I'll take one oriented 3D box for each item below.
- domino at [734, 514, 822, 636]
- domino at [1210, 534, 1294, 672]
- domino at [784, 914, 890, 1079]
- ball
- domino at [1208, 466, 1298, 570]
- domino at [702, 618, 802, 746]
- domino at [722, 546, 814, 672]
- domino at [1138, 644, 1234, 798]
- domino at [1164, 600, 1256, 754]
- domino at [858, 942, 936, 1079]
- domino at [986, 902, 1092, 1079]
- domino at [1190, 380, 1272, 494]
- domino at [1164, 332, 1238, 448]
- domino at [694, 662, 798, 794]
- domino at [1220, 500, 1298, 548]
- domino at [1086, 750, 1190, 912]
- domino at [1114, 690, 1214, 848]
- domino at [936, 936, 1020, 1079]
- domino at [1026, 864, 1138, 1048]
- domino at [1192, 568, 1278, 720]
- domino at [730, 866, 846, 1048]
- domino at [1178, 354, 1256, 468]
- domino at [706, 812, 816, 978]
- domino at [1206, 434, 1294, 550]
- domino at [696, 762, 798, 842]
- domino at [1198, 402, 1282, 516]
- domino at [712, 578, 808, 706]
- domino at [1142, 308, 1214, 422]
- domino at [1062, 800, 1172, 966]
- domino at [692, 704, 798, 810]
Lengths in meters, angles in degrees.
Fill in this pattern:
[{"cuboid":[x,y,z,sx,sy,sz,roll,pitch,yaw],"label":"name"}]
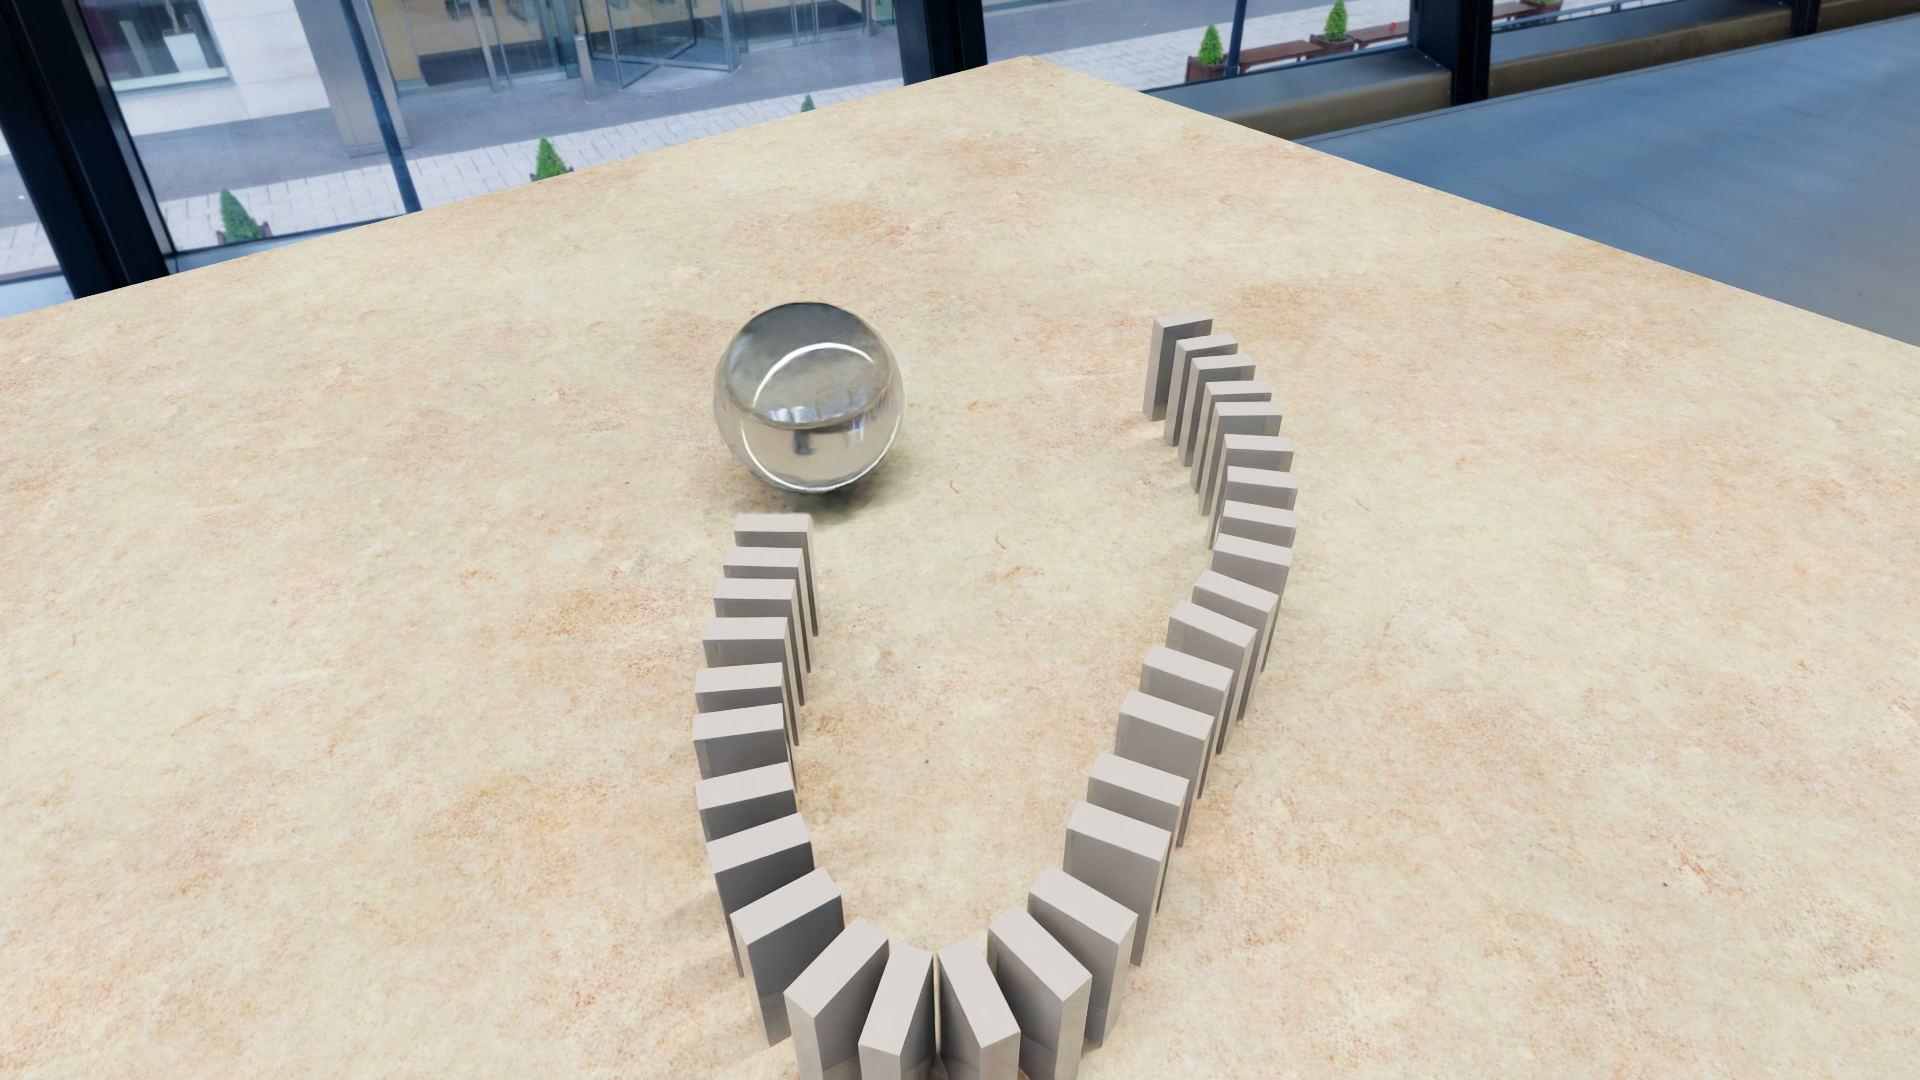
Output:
[{"cuboid":[-0.065,0.013,0.395,0.025,0.050,0.010,1,39,1],"label":"domino"},{"cuboid":[0.098,0.022,0.384,0.025,0.050,0.010,13,41,16],"label":"domino"},{"cuboid":[-0.028,0.117,0.269,0.009,0.050,0.025,27,46,29],"label":"domino"},{"cuboid":[-0.063,-0.059,0.460,0.080,0.080,0.080,0,39,0],"label":"ball"},{"cuboid":[0.110,-0.004,0.416,0.025,0.050,0.009,7,40,9],"label":"domino"},{"cuboid":[-0.066,0.046,0.355,0.025,0.050,0.009,-1,39,-1],"label":"domino"},{"cuboid":[-0.066,0.025,0.381,0.025,0.050,0.009,2,39,2],"label":"domino"},{"cuboid":[0.068,0.057,0.342,0.025,0.050,0.009,18,43,21],"label":"domino"},{"cuboid":[0.078,0.045,0.357,0.025,0.050,0.010,23,45,25],"label":"domino"},{"cuboid":[-0.014,0.122,0.263,0.010,0.050,0.025,10,40,12],"label":"domino"},{"cuboid":[0.018,0.115,0.271,0.010,0.050,0.025,-29,48,-31],"label":"domino"},{"cuboid":[0.114,-0.043,0.464,0.025,0.050,0.009,-3,39,-3],"label":"domino"},{"cuboid":[0.107,-0.067,0.493,0.025,0.050,0.009,-10,40,-12],"label":"domino"},{"cuboid":[-0.065,0.060,0.339,0.025,0.050,0.010,-4,39,-5],"label":"domino"},{"cuboid":[0.105,0.010,0.399,0.025,0.050,0.010,10,40,12],"label":"domino"},{"cuboid":[0.048,0.083,0.310,0.025,0.050,0.010,16,42,18],"label":"domino"},{"cuboid":[0.059,0.069,0.328,0.025,0.050,0.009,17,42,19],"label":"domino"},{"cuboid":[0.004,0.121,0.264,0.009,0.050,0.025,-16,42,-18],"label":"domino"},{"cuboid":[0.030,0.107,0.281,0.025,0.050,0.010,24,45,26],"label":"domino"},{"cuboid":[0.089,0.035,0.368,0.025,0.050,0.009,21,44,24],"label":"domino"},{"cuboid":[-0.042,0.107,0.281,0.025,0.050,0.010,-22,44,-25],"label":"domino"},{"cuboid":[0.111,-0.056,0.480,0.025,0.050,0.010,-6,40,-7],"label":"domino"},{"cuboid":[-0.051,0.096,0.294,0.025,0.050,0.009,-15,42,-17],"label":"domino"},{"cuboid":[0.113,-0.018,0.433,0.025,0.050,0.009,3,39,4],"label":"domino"},{"cuboid":[-0.057,0.085,0.308,0.025,0.050,0.009,-10,40,-12],"label":"domino"},{"cuboid":[0.114,-0.033,0.451,0.025,0.050,0.009,-1,39,-1],"label":"domino"},{"cuboid":[-0.066,0.035,0.369,0.025,0.050,0.009,1,39,1],"label":"domino"},{"cuboid":[0.100,-0.080,0.510,0.025,0.050,0.010,-13,41,-15],"label":"domino"},{"cuboid":[0.041,0.094,0.297,0.025,0.050,0.009,16,42,18],"label":"domino"},{"cuboid":[-0.062,0.070,0.326,0.025,0.050,0.009,-6,40,-8],"label":"domino"}]
